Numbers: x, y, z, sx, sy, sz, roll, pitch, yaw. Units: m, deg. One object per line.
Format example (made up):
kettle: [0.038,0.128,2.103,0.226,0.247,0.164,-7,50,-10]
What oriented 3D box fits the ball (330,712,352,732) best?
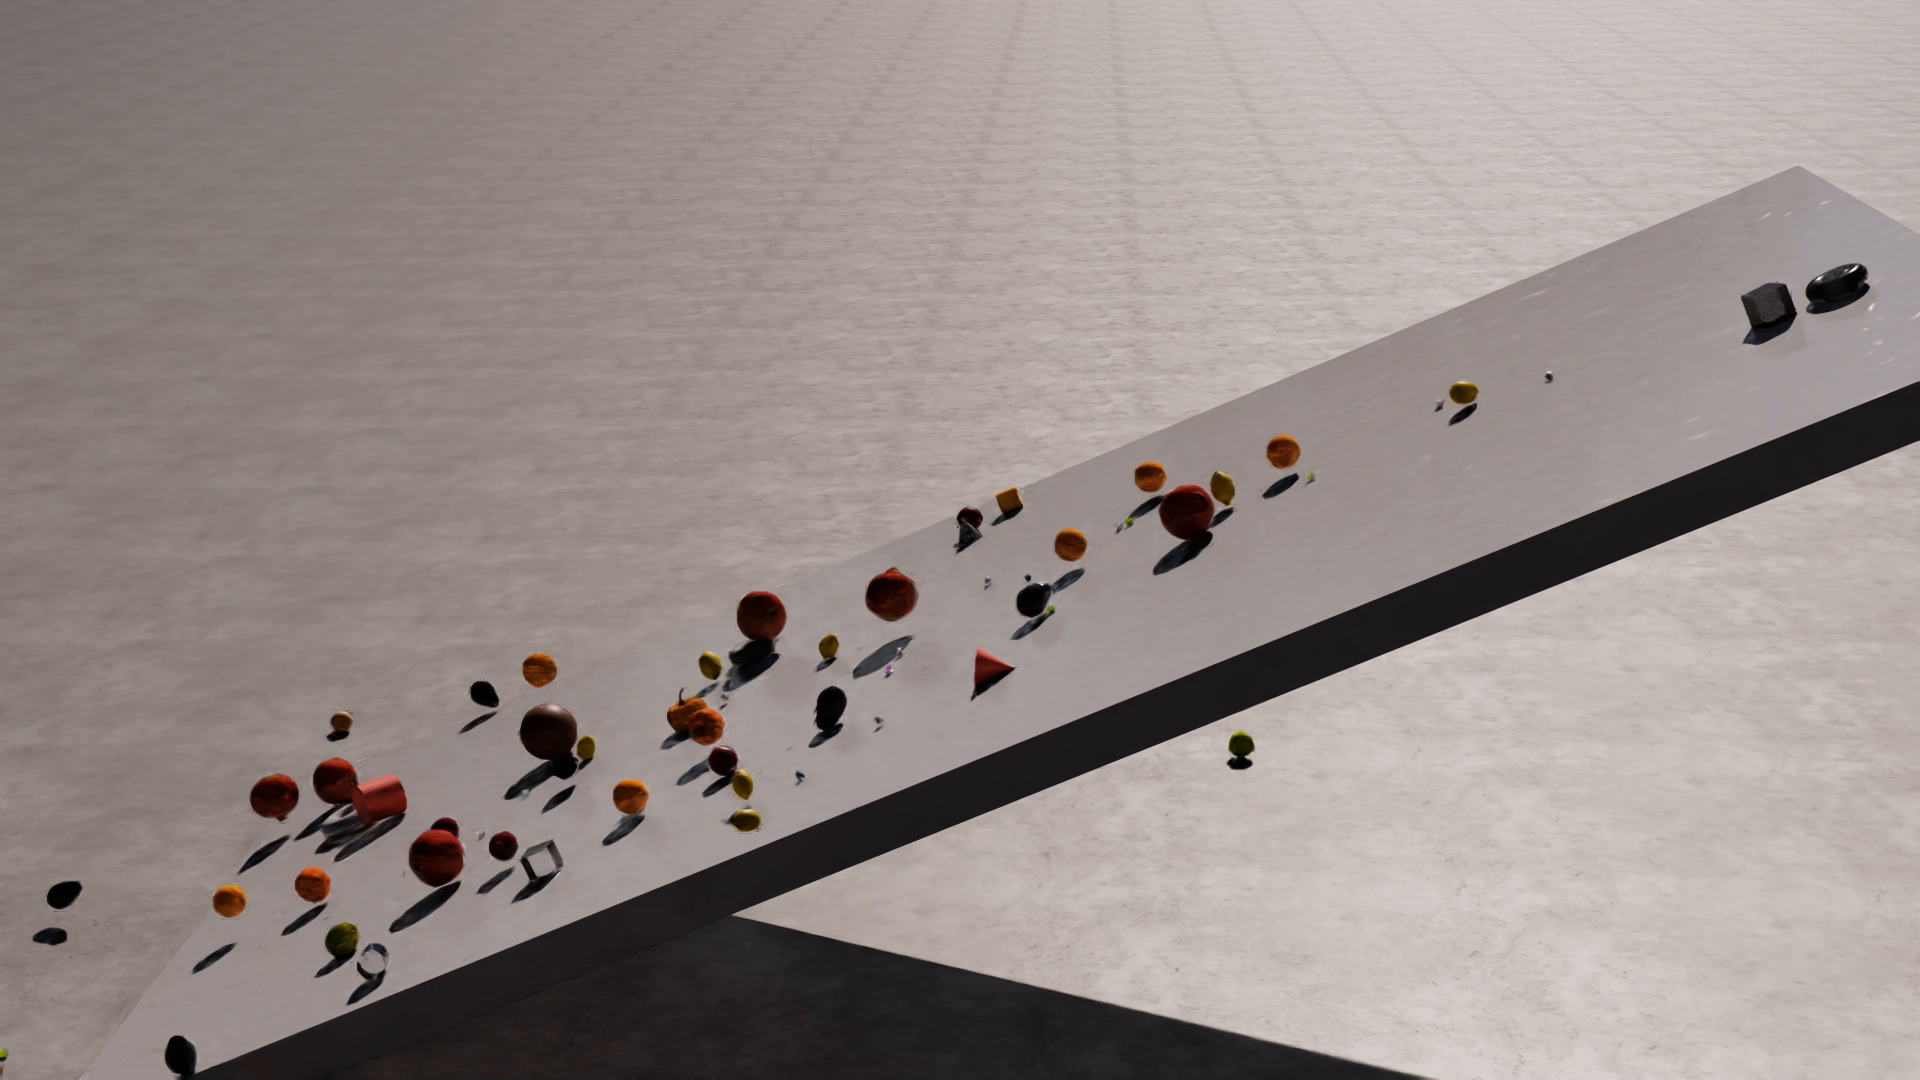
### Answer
ball: [-1.727,0.508,8.216,0.060,0.060,0.060,0,15,0]

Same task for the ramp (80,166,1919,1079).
ramp: [0.131,0.171,6.285,4.000,0.100,2.000,-22,13,8]

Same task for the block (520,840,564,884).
block: [-0.823,0.634,5.794,0.056,0.056,0.056,-21,13,14]

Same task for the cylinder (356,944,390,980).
cylinder: [-1.122,0.806,5.622,0.054,0.054,0.054,0,13,-2]

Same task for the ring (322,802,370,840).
ring: [-1.417,0.650,6.844,0.145,0.048,0.145,-24,13,6]

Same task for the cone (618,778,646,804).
cone: [-0.674,0.522,5.970,0.054,0.054,0.054,-37,32,-24]

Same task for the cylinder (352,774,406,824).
cylinder: [-1.335,0.596,6.765,0.093,0.093,0.093,-18,22,-30]

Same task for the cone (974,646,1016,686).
cone: [0.071,0.250,5.764,0.077,0.077,0.077,4,15,5]

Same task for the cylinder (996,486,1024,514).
cylinder: [0.118,-0.096,7.049,0.052,0.052,0.052,-23,13,7]

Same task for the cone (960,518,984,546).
cone: [0.014,-0.027,6.934,0.063,0.063,0.063,-23,13,5]

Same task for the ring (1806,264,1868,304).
ring: [1.722,-0.503,5.774,0.126,0.042,0.126,-26,10,5]

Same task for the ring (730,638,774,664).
ring: [-0.478,0.254,6.749,0.109,0.036,0.109,-18,14,5]

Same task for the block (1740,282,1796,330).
block: [1.591,-0.461,5.787,0.066,0.066,0.066,-26,13,-10]
